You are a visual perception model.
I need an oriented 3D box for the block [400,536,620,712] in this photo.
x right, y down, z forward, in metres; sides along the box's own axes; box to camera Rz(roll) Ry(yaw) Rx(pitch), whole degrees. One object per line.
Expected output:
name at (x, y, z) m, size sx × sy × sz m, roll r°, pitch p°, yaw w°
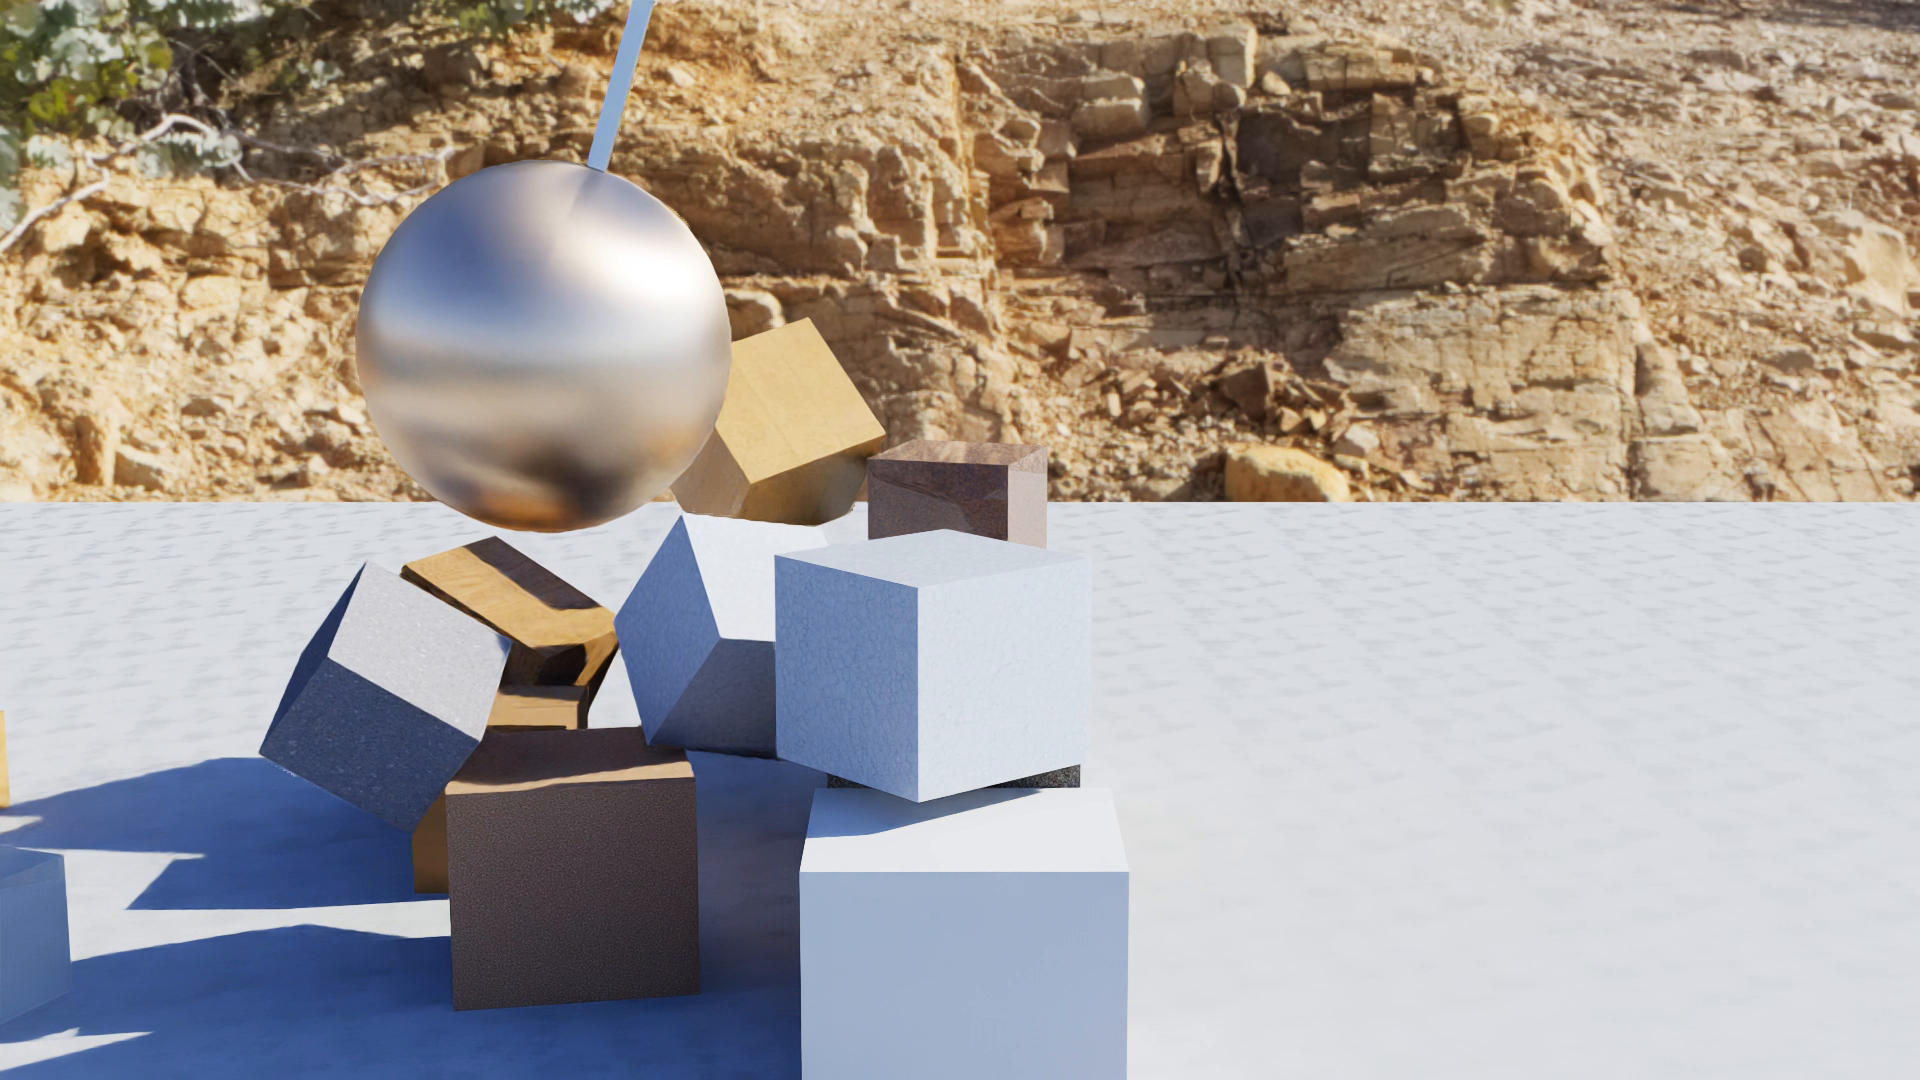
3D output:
block at (-2.311, 0.669, 12.398) m, size 0.838 × 0.970 × 0.809 m, roll 32°, pitch 19°, yaw 13°

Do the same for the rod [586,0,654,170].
rod at (-0.772, -4.022, 10.449) m, size 0.080 × 5.200 × 0.080 m, roll 17°, pitch 10°, yaw -3°

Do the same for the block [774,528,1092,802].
block at (-0.100, 0.431, 9.343) m, size 0.819 × 0.756 × 0.810 m, roll -9°, pitch 14°, yaw -40°

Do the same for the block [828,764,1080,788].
block at (-0.031, 1.229, 9.937) m, size 0.930 × 1.026 × 0.904 m, roll 0°, pitch 10°, yaw -1°

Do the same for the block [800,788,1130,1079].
block at (0.013, 1.453, 9.001) m, size 1.083 × 0.921 × 1.003 m, roll 0°, pitch 10°, yaw 0°

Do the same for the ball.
ball at (-1.781, -0.828, 11.030) m, size 1.600 × 1.600 × 1.600 m, roll 0°, pitch 10°, yaw 0°

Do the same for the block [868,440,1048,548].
block at (-0.005, -0.129, 12.946) m, size 0.724 × 0.637 × 0.712 m, roll 3°, pitch 11°, yaw 17°

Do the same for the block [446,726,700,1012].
block at (-1.548, 1.276, 10.170) m, size 0.935 × 0.851 × 0.885 m, roll -2°, pitch 10°, yaw -11°

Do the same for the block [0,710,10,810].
block at (-4.967, 1.087, 12.256) m, size 0.576 × 0.476 × 0.528 m, roll 3°, pitch 11°, yaw 18°

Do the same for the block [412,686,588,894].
block at (-2.035, 1.100, 11.424) m, size 0.678 × 0.749 × 0.716 m, roll 0°, pitch 10°, yaw -1°

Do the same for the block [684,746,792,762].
block at (-1.019, 0.539, 11.892) m, size 0.818 × 0.684 × 0.679 m, roll 7°, pitch -32°, yaw -6°

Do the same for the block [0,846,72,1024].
block at (-3.878, 1.514, 9.713) m, size 0.662 × 0.547 × 0.689 m, roll 4°, pitch 11°, yaw 21°

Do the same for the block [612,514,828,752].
block at (-0.901, 0.382, 10.320) m, size 0.645 × 0.691 × 0.624 m, roll 6°, pitch 47°, yaw -34°

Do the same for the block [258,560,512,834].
block at (-2.195, 0.599, 9.853) m, size 0.647 × 0.556 × 0.652 m, roll 32°, pitch 29°, yaw -17°

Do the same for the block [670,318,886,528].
block at (-0.995, -0.502, 12.958) m, size 0.800 × 0.766 × 0.745 m, roll -22°, pitch -23°, yaw -31°
